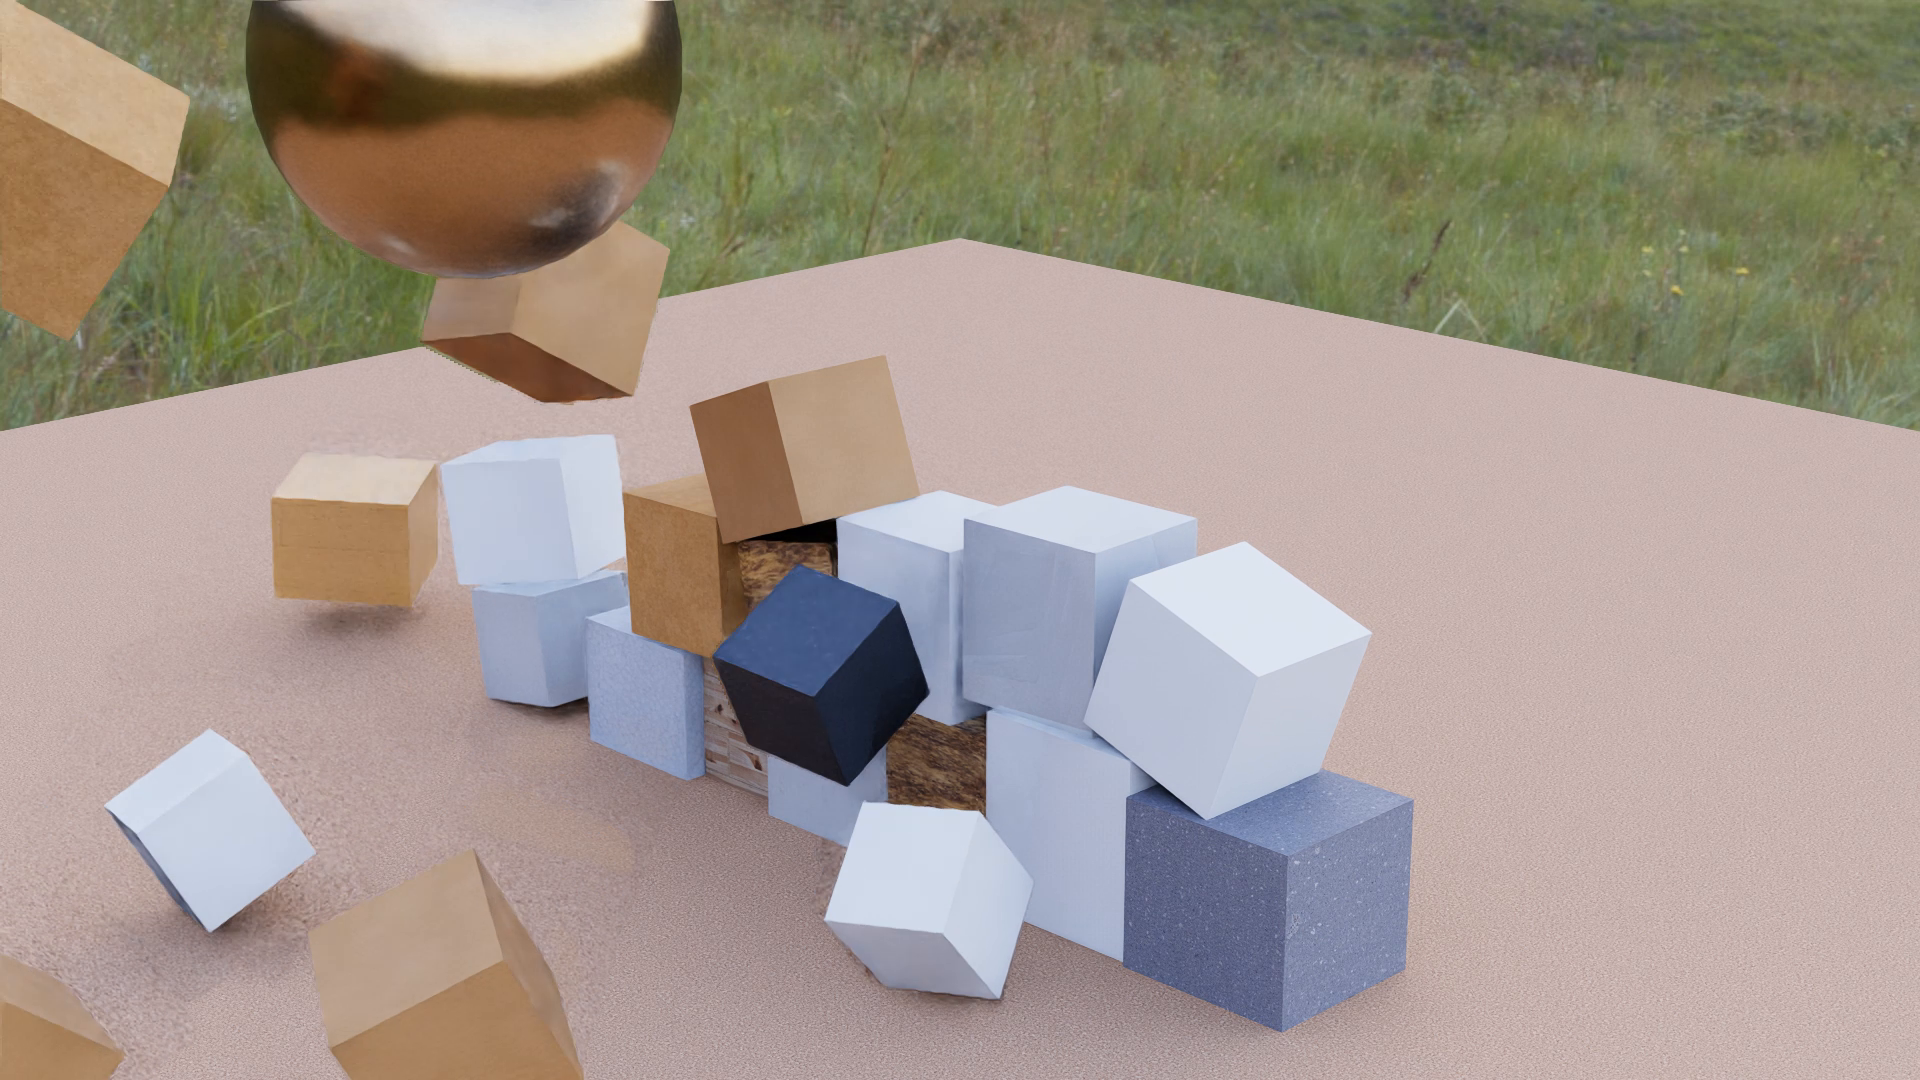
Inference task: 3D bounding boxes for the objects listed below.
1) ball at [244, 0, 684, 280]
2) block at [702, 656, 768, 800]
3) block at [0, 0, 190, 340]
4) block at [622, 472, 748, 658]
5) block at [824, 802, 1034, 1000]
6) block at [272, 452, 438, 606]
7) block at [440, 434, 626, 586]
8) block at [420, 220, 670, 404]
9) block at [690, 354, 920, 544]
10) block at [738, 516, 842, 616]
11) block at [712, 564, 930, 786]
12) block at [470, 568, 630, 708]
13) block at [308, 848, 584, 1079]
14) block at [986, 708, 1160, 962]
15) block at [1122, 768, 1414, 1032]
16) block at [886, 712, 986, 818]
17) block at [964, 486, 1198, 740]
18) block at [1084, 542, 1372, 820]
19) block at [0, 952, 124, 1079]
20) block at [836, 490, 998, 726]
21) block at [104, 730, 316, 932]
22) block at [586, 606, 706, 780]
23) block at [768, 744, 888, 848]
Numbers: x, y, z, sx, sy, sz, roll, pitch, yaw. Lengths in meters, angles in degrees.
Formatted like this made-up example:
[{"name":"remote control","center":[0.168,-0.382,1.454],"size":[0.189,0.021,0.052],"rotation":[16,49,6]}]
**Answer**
[{"name":"ball","center":[-1.828,-1.768,10.870],"size":[1.600,1.600,1.600],"rotation":[0,17,0]},{"name":"block","center":[-0.854,0.849,14.497],"size":[0.594,0.687,0.571],"rotation":[16,24,42]},{"name":"block","center":[-2.995,-1.205,9.433],"size":[0.710,0.686,0.590],"rotation":[28,29,-25]},{"name":"block","center":[-1.111,0.098,14.540],"size":[0.782,0.726,0.752],"rotation":[-15,20,-40]},{"name":"block","center":[-0.120,1.491,12.129],"size":[0.543,0.626,0.546],"rotation":[2,58,27]},{"name":"block","center":[-3.450,-0.065,16.774],"size":[0.770,0.609,0.742],"rotation":[3,21,1]},{"name":"block","center":[-2.278,-0.166,15.798],"size":[0.718,0.660,0.637],"rotation":[-3,12,21]},{"name":"block","center":[-1.907,-1.132,13.530],"size":[0.625,0.742,0.778],"rotation":[-2,-20,41]},{"name":"block","center":[-0.735,-0.421,13.787],"size":[0.654,0.677,0.760],"rotation":[-15,2,-34]},{"name":"block","center":[-0.593,0.232,14.005],"size":[0.581,0.583,0.663],"rotation":[-16,13,-42]},{"name":"block","center":[-0.603,0.588,12.854],"size":[0.583,0.581,0.610],"rotation":[20,54,34]},{"name":"block","center":[-2.146,0.505,15.598],"size":[0.604,0.594,0.586],"rotation":[-16,14,-41]},{"name":"block","center":[-1.921,1.757,10.973],"size":[0.692,0.713,0.712],"rotation":[-27,34,-3]},{"name":"block","center":[0.705,1.197,12.989],"size":[0.842,0.928,0.820],"rotation":[17,24,42]},{"name":"block","center":[1.299,1.456,12.410],"size":[0.834,0.782,0.869],"rotation":[-17,24,-42]},{"name":"block","center":[0.155,1.109,13.518],"size":[0.723,0.779,0.667],"rotation":[-17,24,-42]},{"name":"block","center":[0.524,0.303,12.886],"size":[0.748,0.836,0.691],"rotation":[15,23,40]},{"name":"block","center":[1.119,0.579,12.325],"size":[0.747,0.735,0.734],"rotation":[-17,44,-43]},{"name":"block","center":[-3.562,1.899,10.658],"size":[0.550,0.639,0.587],"rotation":[32,-7,42]},{"name":"block","center":[-0.067,0.299,13.442],"size":[0.654,0.812,0.740],"rotation":[-16,23,-42]},{"name":"block","center":[-3.302,1.271,12.902],"size":[0.565,0.557,0.614],"rotation":[-38,23,-19]},{"name":"block","center":[-1.340,0.710,14.979],"size":[0.807,0.664,0.777],"rotation":[-16,24,-42]},{"name":"block","center":[-0.372,0.961,14.012],"size":[0.773,0.765,0.782],"rotation":[-17,24,-42]}]
